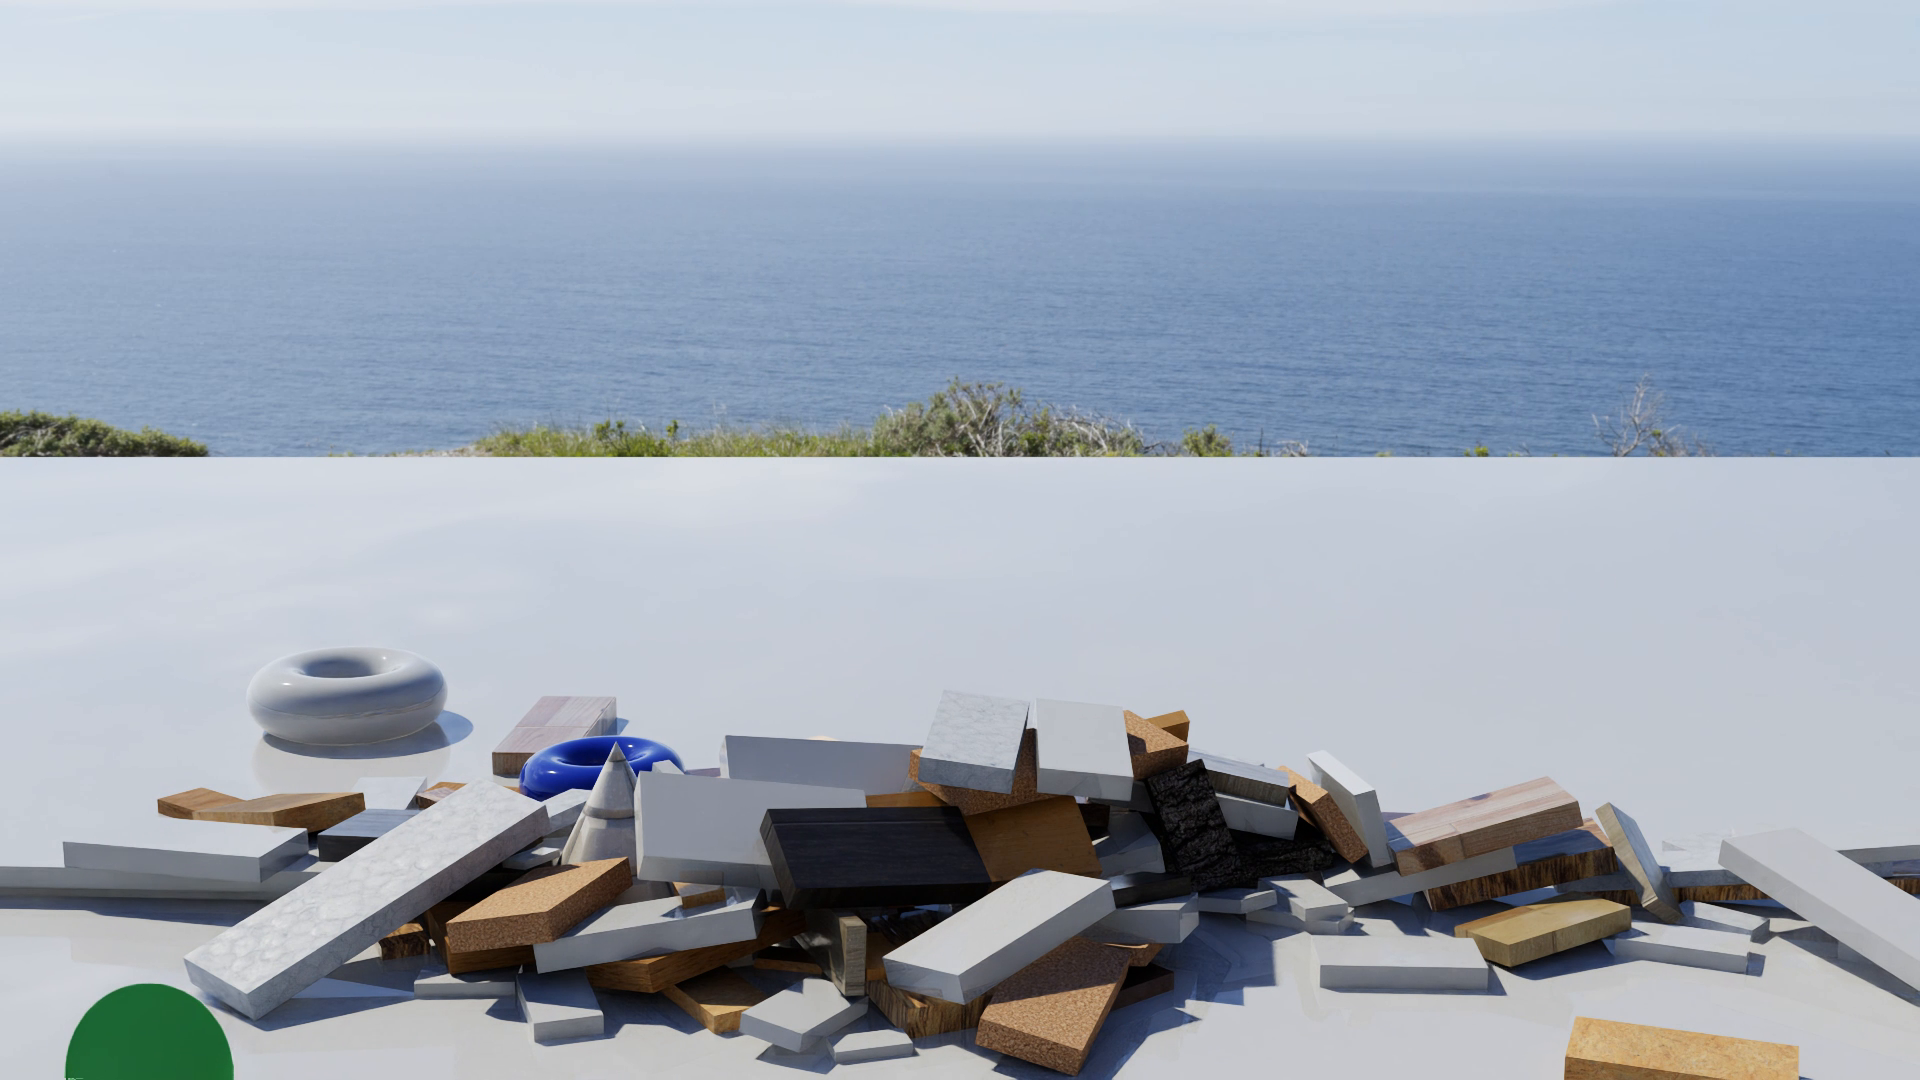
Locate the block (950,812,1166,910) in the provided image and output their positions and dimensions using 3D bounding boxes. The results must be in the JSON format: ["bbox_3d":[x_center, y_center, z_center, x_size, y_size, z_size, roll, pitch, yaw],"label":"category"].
[{"bbox_3d":[0.147,0.537,3.625,0.350,0.050,0.175,-13,12,-5],"label":"block"}]

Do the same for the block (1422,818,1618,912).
[{"bbox_3d":[0.916,0.536,3.641,0.305,0.043,0.153,-13,10,5],"label":"block"}]

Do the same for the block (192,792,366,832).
[{"bbox_3d":[-1.205,0.487,3.887,0.168,0.048,0.336,-9,1,-42],"label":"block"}]

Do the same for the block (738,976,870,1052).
[{"bbox_3d":[-0.217,0.665,3.093,0.097,0.028,0.194,13,11,24],"label":"block"}]

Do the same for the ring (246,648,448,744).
[{"bbox_3d":[-1.306,0.329,4.698,0.417,0.139,0.417,1,11,0],"label":"ring"}]

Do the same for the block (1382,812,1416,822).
[{"bbox_3d":[0.841,0.527,3.889,0.304,0.043,0.152,1,11,5],"label":"block"}]

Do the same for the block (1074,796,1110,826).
[{"bbox_3d":[0.108,0.438,3.705,0.268,0.038,0.134,4,9,-8],"label":"block"}]

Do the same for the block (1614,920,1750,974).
[{"bbox_3d":[1.118,0.626,3.400,0.191,0.027,0.095,5,11,23],"label":"block"}]

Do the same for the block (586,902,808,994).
[{"bbox_3d":[-0.393,0.605,3.294,0.152,0.043,0.303,-6,5,44],"label":"block"}]

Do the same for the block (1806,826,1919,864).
[{"bbox_3d":[1.491,0.502,3.611,0.177,0.025,0.089,-4,11,0],"label":"block"}]

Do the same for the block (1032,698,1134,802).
[{"bbox_3d":[0.195,0.334,3.532,0.145,0.041,0.291,6,18,-1],"label":"block"}]

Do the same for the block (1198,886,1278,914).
[{"bbox_3d":[0.430,0.582,3.557,0.077,0.022,0.155,-8,0,-36],"label":"block"}]

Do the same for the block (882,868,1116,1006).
[{"bbox_3d":[0.059,0.569,3.182,0.318,0.045,0.159,-24,17,-40],"label":"block"}]

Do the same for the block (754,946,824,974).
[{"bbox_3d":[-0.255,0.640,3.356,0.109,0.015,0.054,3,11,15],"label":"block"}]

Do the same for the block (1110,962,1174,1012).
[{"bbox_3d":[0.214,0.657,3.232,0.190,0.027,0.095,-9,14,-40],"label":"block"}]

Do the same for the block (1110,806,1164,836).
[{"bbox_3d":[0.378,0.501,3.917,0.235,0.033,0.117,0,39,-1],"label":"block"}]

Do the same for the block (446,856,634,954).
[{"bbox_3d":[-0.632,0.551,3.337,0.161,0.046,0.321,-9,4,13],"label":"block"}]

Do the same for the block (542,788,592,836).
[{"bbox_3d":[-0.714,0.479,3.819,0.095,0.027,0.190,-1,14,42],"label":"block"}]

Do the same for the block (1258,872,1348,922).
[{"bbox_3d":[0.554,0.577,3.557,0.077,0.022,0.155,-4,11,-21],"label":"block"}]

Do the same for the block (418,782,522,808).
[{"bbox_3d":[-0.920,0.487,4.154,0.178,0.025,0.089,3,11,13],"label":"block"}]

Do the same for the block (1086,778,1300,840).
[{"bbox_3d":[0.387,0.431,3.739,0.350,0.050,0.175,11,8,-2],"label":"block"}]

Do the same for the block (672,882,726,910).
[{"bbox_3d":[-0.392,0.527,3.304,0.064,0.018,0.128,-10,4,-13],"label":"block"}]

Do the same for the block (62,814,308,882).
[{"bbox_3d":[-1.283,0.510,3.648,0.358,0.043,0.152,2,11,13],"label":"block"}]

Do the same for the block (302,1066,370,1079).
[{"bbox_3d":[-0.796,0.728,2.867,0.073,0.021,0.147,-8,13,-37],"label":"block"}]

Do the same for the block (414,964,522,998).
[{"bbox_3d":[-0.730,0.654,3.268,0.147,0.021,0.073,0,11,-3],"label":"block"}]

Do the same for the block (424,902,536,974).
[{"bbox_3d":[-0.737,0.602,3.417,0.152,0.043,0.303,-4,7,-21],"label":"block"}]

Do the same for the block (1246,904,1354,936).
[{"bbox_3d":[0.548,0.602,3.543,0.155,0.022,0.077,6,12,29],"label":"block"}]

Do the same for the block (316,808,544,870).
[{"bbox_3d":[-0.871,0.491,3.622,0.322,0.046,0.161,0,9,16],"label":"block"}]

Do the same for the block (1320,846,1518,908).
[{"bbox_3d":[0.753,0.533,3.638,0.305,0.043,0.153,-14,9,6],"label":"block"}]

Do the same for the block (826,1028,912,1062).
[{"bbox_3d":[-0.125,0.699,3.041,0.109,0.015,0.054,-3,11,-17],"label":"block"}]

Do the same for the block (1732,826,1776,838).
[{"bbox_3d":[1.325,0.507,3.643,0.068,0.019,0.137,-1,14,10],"label":"block"}]

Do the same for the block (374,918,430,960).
[{"bbox_3d":[-0.883,0.620,3.450,0.073,0.021,0.147,-5,12,-24],"label":"block"}]

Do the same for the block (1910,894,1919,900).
[{"bbox_3d":[1.620,0.579,3.635,0.235,0.033,0.117,-3,11,-14],"label":"block"}]

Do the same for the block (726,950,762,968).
[{"bbox_3d":[-0.339,0.625,3.374,0.067,0.019,0.134,-10,7,6],"label":"block"}]

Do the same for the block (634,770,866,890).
[{"bbox_3d":[-0.312,0.445,3.336,0.353,0.050,0.176,7,37,-16],"label":"block"}]

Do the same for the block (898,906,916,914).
[{"bbox_3d":[-0.092,0.563,3.481,0.017,0.122,0.061,-16,9,5],"label":"block"}]

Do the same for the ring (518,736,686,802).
[{"bbox_3d":[-0.674,0.449,4.149,0.313,0.104,0.313,-1,10,0],"label":"ring"}]

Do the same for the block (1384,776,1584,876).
[{"bbox_3d":[0.846,0.468,3.603,0.305,0.043,0.153,-16,9,-1],"label":"block"}]

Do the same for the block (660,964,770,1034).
[{"bbox_3d":[-0.355,0.663,3.200,0.097,0.028,0.194,-6,12,-31],"label":"block"}]

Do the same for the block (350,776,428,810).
[{"bbox_3d":[-1.078,0.494,4.090,0.126,0.036,0.251,-1,11,-3],"label":"block"}]

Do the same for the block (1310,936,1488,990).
[{"bbox_3d":[0.660,0.637,3.319,0.247,0.035,0.123,0,11,3],"label":"block"}]

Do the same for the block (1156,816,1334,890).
[{"bbox_3d":[0.431,0.534,3.706,0.350,0.050,0.175,-8,8,-9],"label":"block"}]

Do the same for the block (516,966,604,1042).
[{"bbox_3d":[-0.579,0.668,3.174,0.097,0.028,0.194,-3,11,-18],"label":"block"}]

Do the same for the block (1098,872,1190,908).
[{"bbox_3d":[0.249,0.537,3.367,0.199,0.028,0.099,-1,-1,-42],"label":"block"}]

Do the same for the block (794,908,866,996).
[{"bbox_3d":[-0.201,0.584,3.297,0.028,0.100,0.382,1,3,-16],"label":"block"}]
